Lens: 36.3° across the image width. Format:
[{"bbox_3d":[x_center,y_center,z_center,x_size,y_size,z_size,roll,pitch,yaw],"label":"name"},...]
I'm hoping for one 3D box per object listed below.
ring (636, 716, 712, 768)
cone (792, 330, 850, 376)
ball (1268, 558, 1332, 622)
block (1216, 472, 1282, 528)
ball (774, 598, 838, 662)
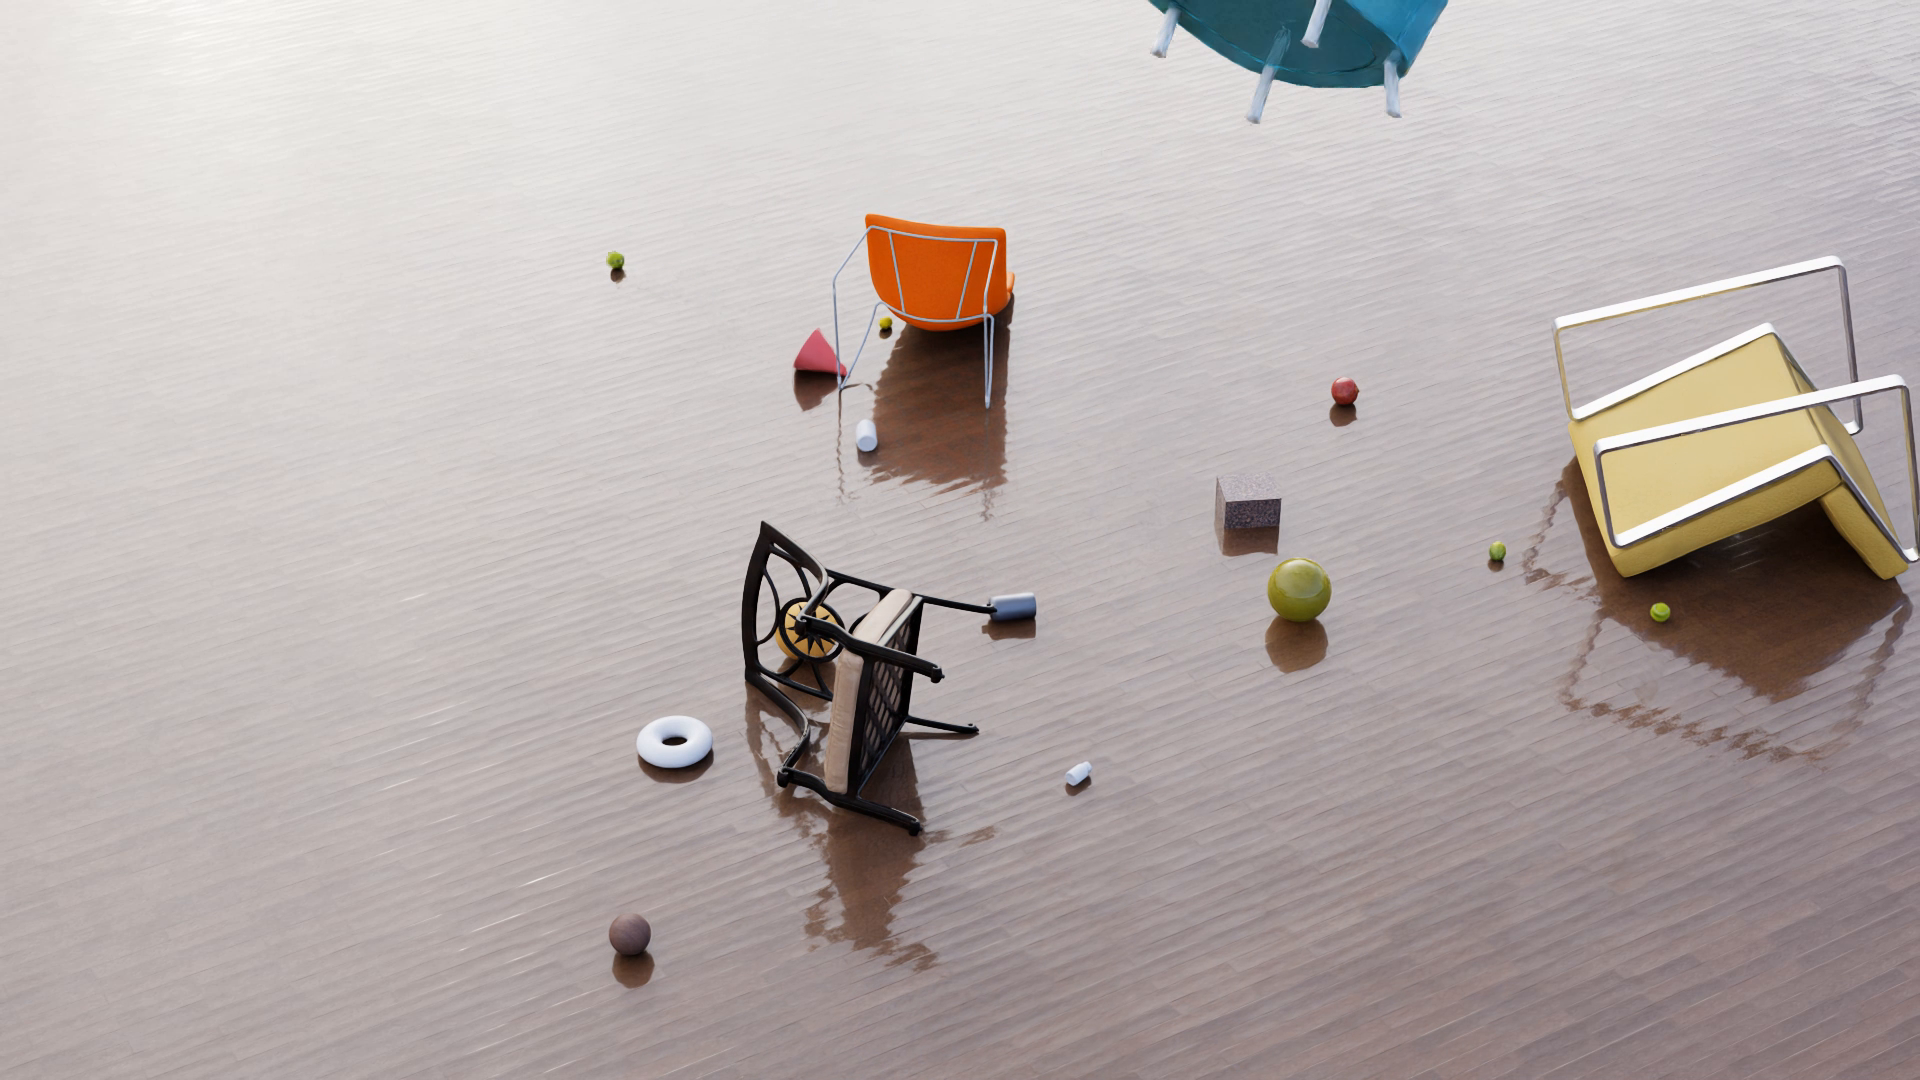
[{"bbox_3d":[-0.959,0.678,9.856,0.258,0.067,0.256,-11,34,-14],"label":"ring"},{"bbox_3d":[-0.538,-0.724,11.965,0.217,0.184,0.229,31,20,3],"label":"cone"},{"bbox_3d":[1.212,0.178,10.466,0.230,0.230,0.230,0,33,0],"label":"ball"},{"bbox_3d":[1.087,-0.149,11.060,0.211,0.122,0.186,-3,34,-5],"label":"block"},{"bbox_3d":[-0.539,0.313,10.264,0.226,0.226,0.226,0,33,0],"label":"ball"}]
